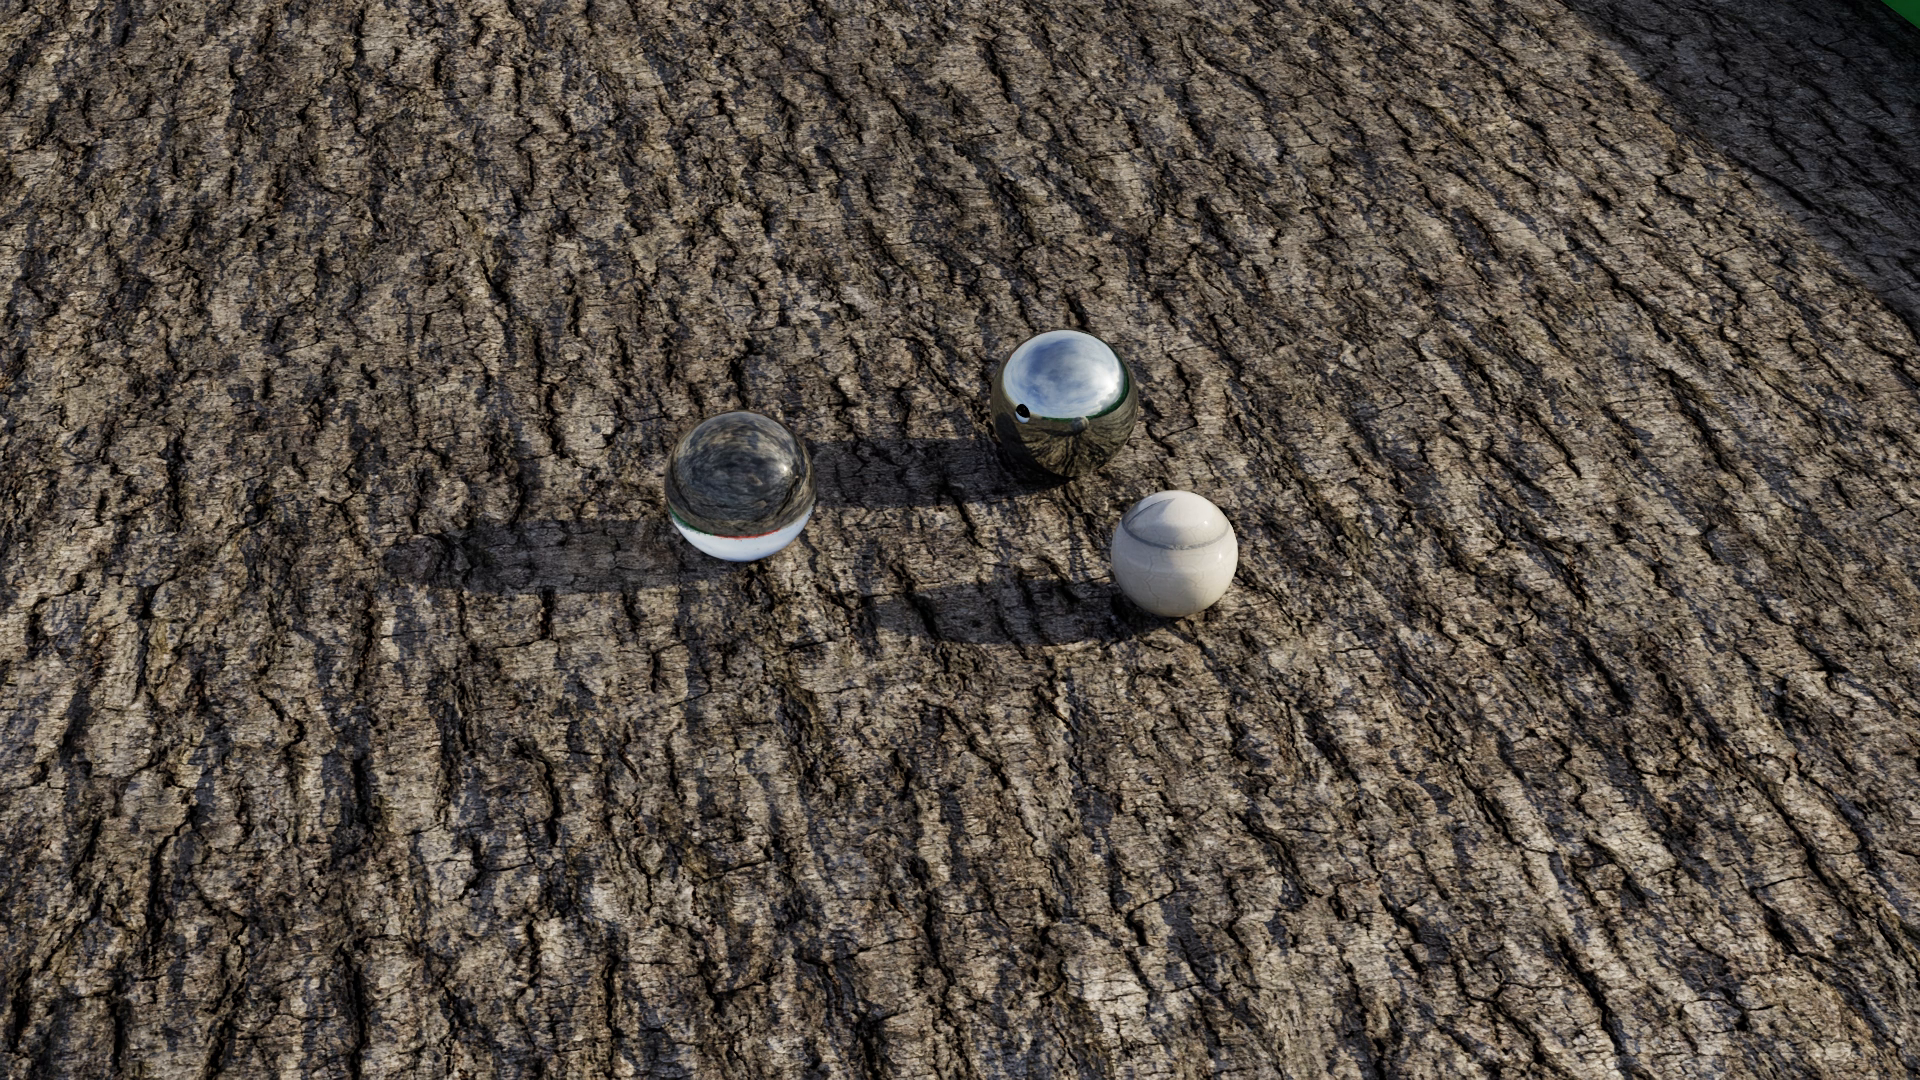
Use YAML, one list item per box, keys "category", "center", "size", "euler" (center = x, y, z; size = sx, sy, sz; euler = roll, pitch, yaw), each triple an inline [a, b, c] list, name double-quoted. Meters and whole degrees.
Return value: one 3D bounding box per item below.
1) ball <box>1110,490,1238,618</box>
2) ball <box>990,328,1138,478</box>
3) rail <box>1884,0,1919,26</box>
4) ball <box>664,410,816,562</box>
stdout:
- category: "ball"
  center: [0.124, 0.008, 1.705]
  size: [0.074, 0.074, 0.074]
  euler: [0, 30, 0]
- category: "ball"
  center: [0.066, -0.086, 1.851]
  size: [0.094, 0.094, 0.094]
  euler: [0, 30, 0]
- category: "rail"
  center: [0.797, -0.571, 2.674]
  size: [0.045, 0.122, 3.822]
  euler: [-5, 30, -9]
- category: "ball"
  center: [-0.131, -0.032, 1.758]
  size: [0.091, 0.091, 0.091]
  euler: [0, 30, 0]
